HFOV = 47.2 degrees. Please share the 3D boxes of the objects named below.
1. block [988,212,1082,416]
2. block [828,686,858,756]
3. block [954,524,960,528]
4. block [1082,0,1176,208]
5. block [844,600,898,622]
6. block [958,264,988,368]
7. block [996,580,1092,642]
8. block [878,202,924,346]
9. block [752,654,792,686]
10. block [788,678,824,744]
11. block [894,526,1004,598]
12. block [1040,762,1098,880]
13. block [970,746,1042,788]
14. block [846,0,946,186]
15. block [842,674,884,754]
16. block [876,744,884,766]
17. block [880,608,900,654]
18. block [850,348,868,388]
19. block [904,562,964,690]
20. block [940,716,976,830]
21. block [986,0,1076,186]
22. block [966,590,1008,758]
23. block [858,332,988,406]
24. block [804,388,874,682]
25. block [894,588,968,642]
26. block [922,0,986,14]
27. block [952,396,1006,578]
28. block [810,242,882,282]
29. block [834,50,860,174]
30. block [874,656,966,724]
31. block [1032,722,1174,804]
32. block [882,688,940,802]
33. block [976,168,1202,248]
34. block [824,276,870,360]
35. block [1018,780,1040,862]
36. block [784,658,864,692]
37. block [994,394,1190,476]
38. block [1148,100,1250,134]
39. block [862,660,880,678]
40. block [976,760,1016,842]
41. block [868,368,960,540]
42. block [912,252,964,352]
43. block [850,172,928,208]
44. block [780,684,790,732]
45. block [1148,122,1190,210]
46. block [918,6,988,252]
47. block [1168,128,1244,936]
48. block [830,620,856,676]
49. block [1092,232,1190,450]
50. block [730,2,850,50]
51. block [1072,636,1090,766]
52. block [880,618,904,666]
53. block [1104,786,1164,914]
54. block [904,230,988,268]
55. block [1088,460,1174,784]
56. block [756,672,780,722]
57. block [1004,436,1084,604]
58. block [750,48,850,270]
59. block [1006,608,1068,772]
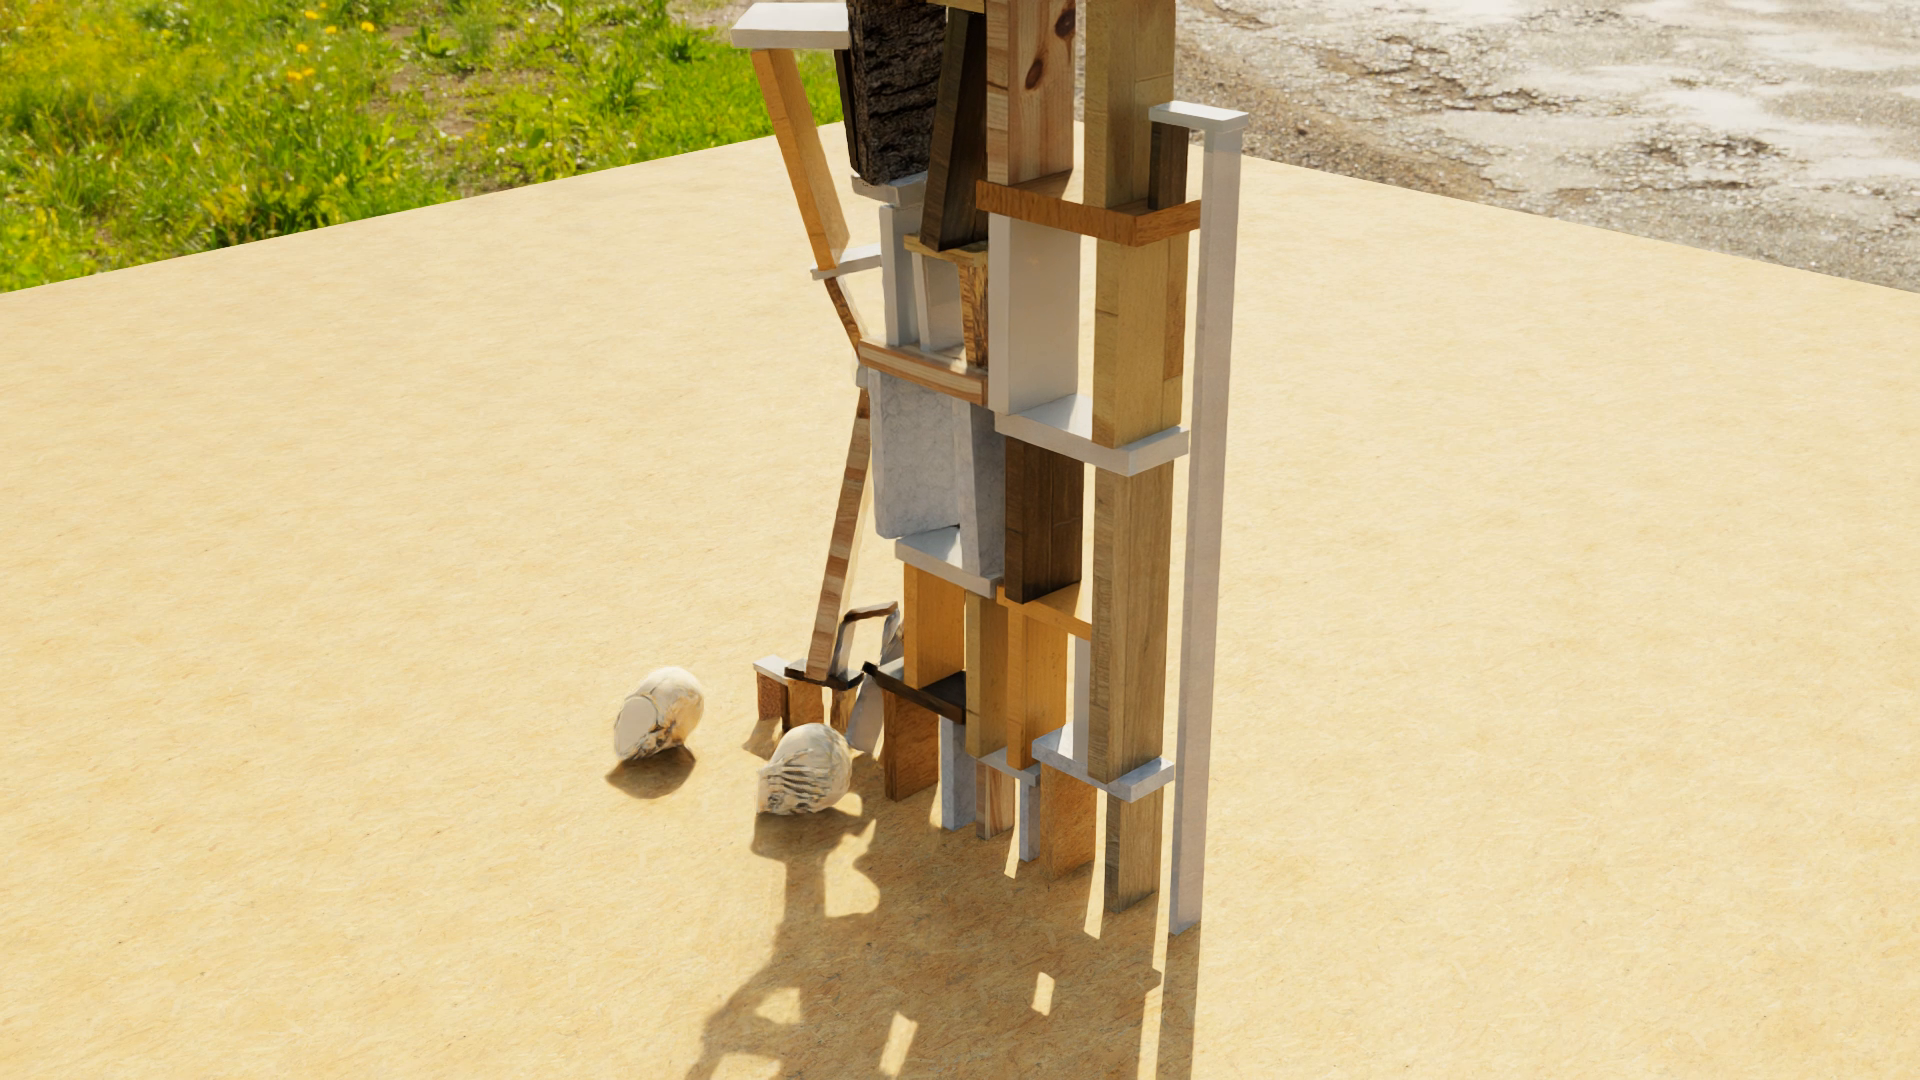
[{"bbox_3d":[0.132,-0.416,3.889,0.180,0.359,0.051,-21,31,-40],"label":"block"},{"bbox_3d":[-0.249,0.376,4.672,0.021,0.150,0.075,12,18,23],"label":"block"},{"bbox_3d":[0.081,-0.132,4.523,0.159,0.318,0.045,5,10,-33],"label":"block"},{"bbox_3d":[0.277,-0.728,3.601,0.048,0.339,0.170,20,30,40],"label":"block"},{"bbox_3d":[-0.187,0.150,4.605,0.105,0.015,0.053,-11,11,21],"label":"block"},{"bbox_3d":[0.048,-0.416,4.003,0.094,0.187,0.027,-20,23,-38],"label":"block"},{"bbox_3d":[0.203,0.119,4.063,0.127,0.036,0.254,-21,31,-40],"label":"block"},{"bbox_3d":[-0.084,-0.507,4.128,0.131,0.261,0.037,-20,27,-38],"label":"block"},{"bbox_3d":[-0.389,0.283,4.774,0.117,0.017,0.058,21,31,41],"label":"block"},{"bbox_3d":[-0.330,0.356,4.730,0.075,0.150,0.021,-20,30,-39],"label":"block"},{"bbox_3d":[0.011,0.037,4.228,0.132,0.037,0.264,-20,30,-40],"label":"block"},{"bbox_3d":[0.209,0.519,4.222,0.035,0.247,0.123,21,31,41],"label":"block"},{"bbox_3d":[0.113,0.426,4.282,0.174,0.025,0.087,21,31,41],"label":"block"},{"bbox_3d":[-0.107,-0.840,4.023,0.176,0.351,0.050,-21,35,-26],"label":"block"},{"bbox_3d":[-0.192,0.368,4.663,0.023,0.160,0.080,19,0,41],"label":"block"},{"bbox_3d":[-0.117,0.399,4.592,0.023,0.160,0.080,18,-1,38],"label":"block"},{"bbox_3d":[-0.147,0.193,4.643,0.015,0.105,0.053,21,48,12],"label":"block"},{"bbox_3d":[-0.058,-0.341,4.492,0.318,0.045,0.159,4,17,-8],"label":"block"},{"bbox_3d":[-0.051,0.151,4.344,0.132,0.264,0.037,-21,31,-41],"label":"block"},{"bbox_3d":[0.018,0.446,4.394,0.035,0.247,0.123,20,30,41],"label":"block"},{"bbox_3d":[0.122,-0.789,3.746,0.048,0.339,0.170,20,30,40],"label":"block"},{"bbox_3d":[0.072,0.241,4.241,0.132,0.347,0.037,-21,31,-40],"label":"block"},{"bbox_3d":[-0.014,-0.333,4.114,0.171,0.048,0.341,-20,29,-38],"label":"block"},{"bbox_3d":[-0.230,-0.027,4.574,0.045,0.634,0.159,13,17,4],"label":"block"},{"bbox_3d":[-0.048,0.142,4.451,0.090,0.181,0.026,33,1,-38],"label":"block"},{"bbox_3d":[-0.025,-0.981,3.832,0.351,0.050,0.176,22,33,38],"label":"block"},{"bbox_3d":[0.075,-0.118,4.104,0.171,0.341,0.048,-20,25,-38],"label":"block"},{"bbox_3d":[-0.203,-0.559,4.383,0.180,0.025,0.090,-11,22,10],"label":"block"},{"bbox_3d":[-0.158,-0.828,4.135,0.127,0.254,0.036,-22,38,-20],"label":"block"},{"bbox_3d":[-0.041,0.293,4.393,0.123,0.035,0.247,-21,31,-41],"label":"block"},{"bbox_3d":[0.267,0.412,4.113,0.247,0.035,0.123,21,31,41],"label":"block"},{"bbox_3d":[-0.099,0.400,4.500,0.035,0.247,0.123,20,30,41],"label":"block"},{"bbox_3d":[0.220,-0.572,3.733,0.359,0.051,0.180,21,31,40],"label":"block"},{"bbox_3d":[-0.225,-0.458,4.431,0.025,0.180,0.090,-21,21,9],"label":"block"},{"bbox_3d":[0.154,0.532,4.284,0.025,0.174,0.087,21,31,41],"label":"block"},{"bbox_3d":[-0.288,0.285,4.665,0.150,0.021,0.075,12,18,25],"label":"block"},{"bbox_3d":[0.231,-0.194,3.884,0.159,0.045,0.318,-21,31,-40],"label":"block"},{"bbox_3d":[0.381,-0.677,3.517,0.145,0.021,0.072,19,30,37],"label":"block"},{"bbox_3d":[-0.124,0.297,4.633,0.160,0.023,0.080,22,1,39],"label":"block"},{"bbox_3d":[0.071,0.501,4.358,0.025,0.174,0.087,21,31,41],"label":"block"},{"bbox_3d":[-0.085,-0.183,4.264,0.171,0.341,0.048,-13,24,-27],"label":"block"},{"bbox_3d":[-0.037,-0.451,4.088,0.094,0.187,0.027,-20,23,-38],"label":"block"},{"bbox_3d":[-0.101,-0.673,4.143,0.131,0.037,0.261,-17,20,-17],"label":"block"},{"bbox_3d":[-0.362,0.355,4.774,0.017,0.117,0.058,21,31,41],"label":"block"},{"bbox_3d":[0.341,-0.616,3.585,0.021,0.145,0.072,22,32,40],"label":"block"},{"bbox_3d":[0.035,-0.733,3.881,0.175,0.435,0.050,-20,41,-39],"label":"block"},{"bbox_3d":[0.418,0.030,3.785,0.072,1.489,0.021,-21,31,-41],"label":"block"},{"bbox_3d":[-0.246,0.225,4.632,0.015,0.117,0.053,19,20,19],"label":"block"},{"bbox_3d":[0.306,-0.350,3.735,0.051,0.359,0.180,21,31,40],"label":"block"},{"bbox_3d":[-0.283,-0.956,4.085,0.254,0.036,0.127,5,37,17],"label":"block"},{"bbox_3d":[0.263,0.276,4.065,0.036,0.254,0.127,19,29,37],"label":"block"},{"bbox_3d":[-0.065,0.163,4.607,0.090,0.280,0.026,20,22,-24],"label":"block"},{"bbox_3d":[0.325,0.564,4.115,0.035,0.247,0.123,21,31,40],"label":"block"},{"bbox_3d":[-0.005,-0.536,4.011,0.094,0.027,0.187,-20,29,-38],"label":"block"},{"bbox_3d":[0.305,0.136,3.941,0.045,0.607,0.159,21,31,41],"label":"block"},{"bbox_3d":[-0.417,0.333,4.825,0.017,0.117,0.059,21,31,41],"label":"block"},{"bbox_3d":[0.155,-0.056,4.022,0.159,0.318,0.045,-20,30,-39],"label":"block"},{"bbox_3d":[-0.305,-0.755,4.248,0.036,0.468,0.127,-5,36,16],"label":"block"},{"bbox_3d":[0.148,0.265,4.196,0.127,0.337,0.036,-21,31,-40],"label":"block"}]
